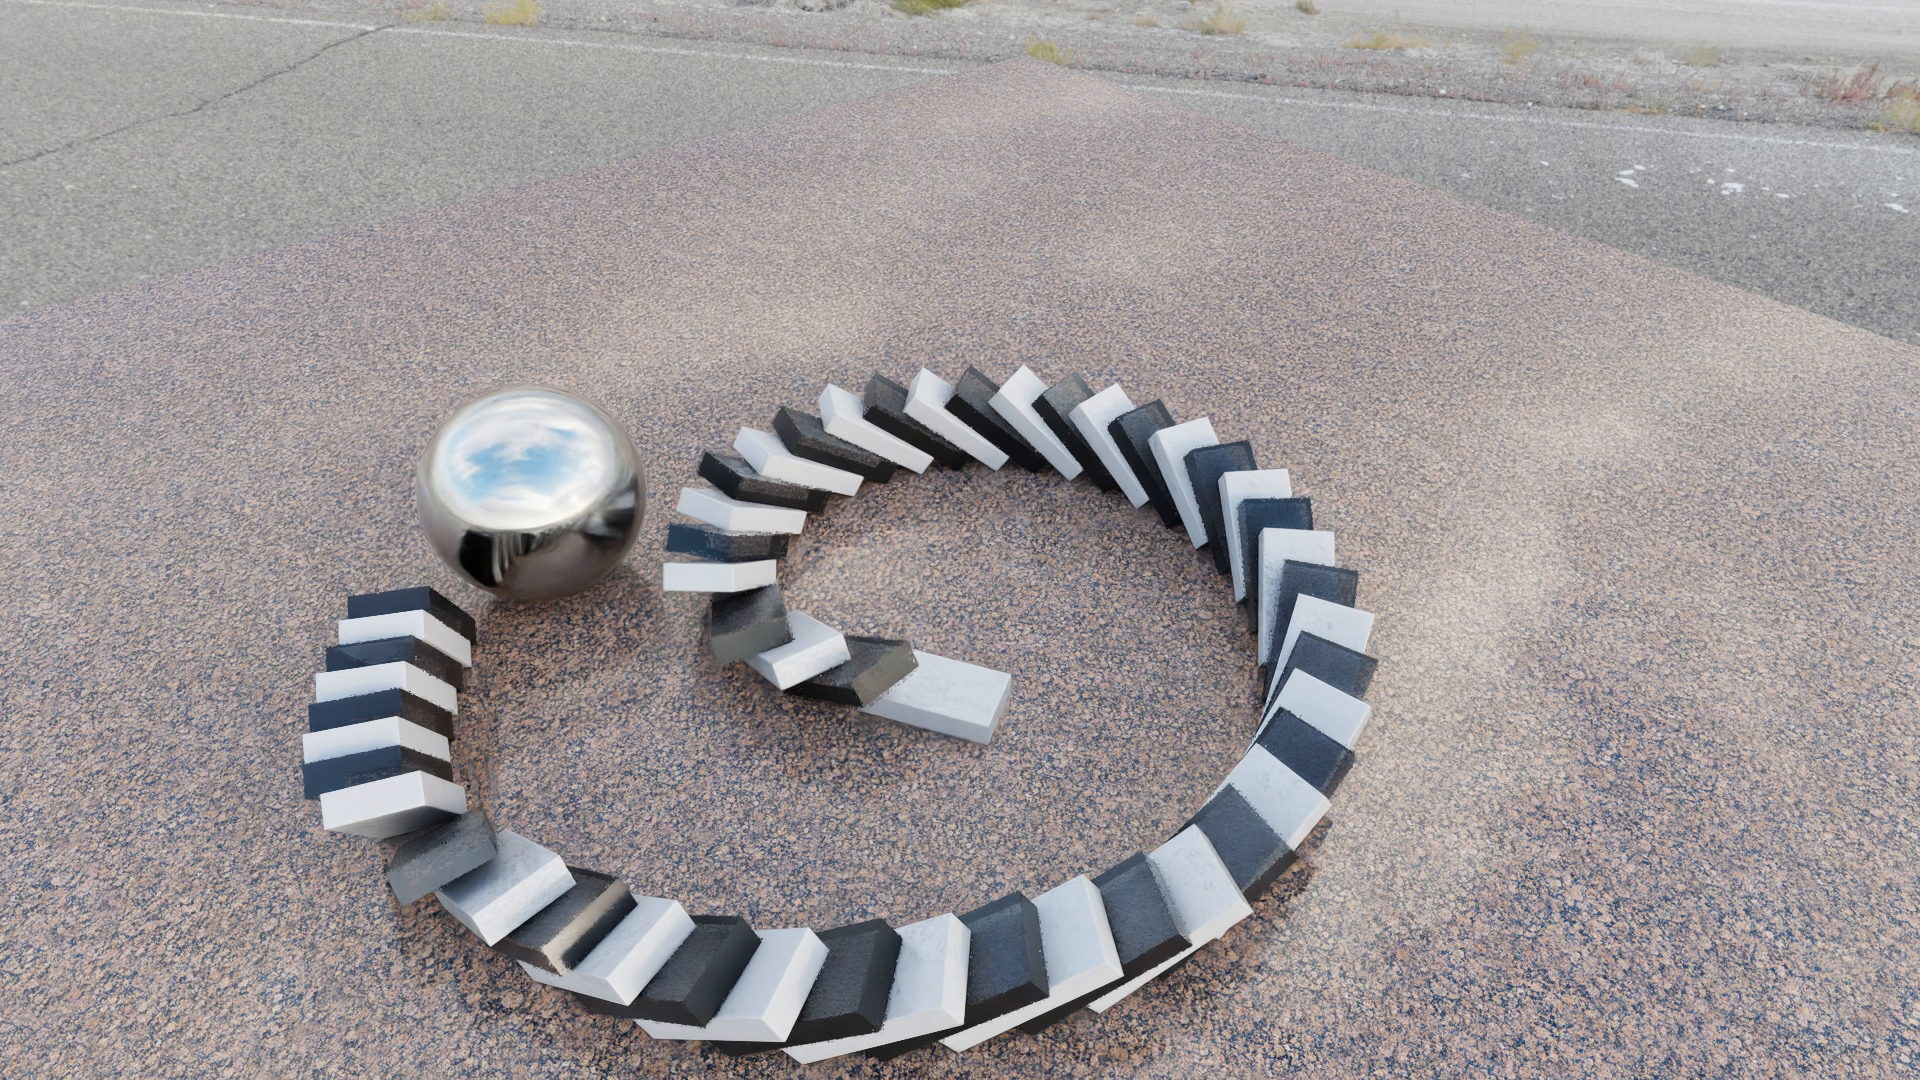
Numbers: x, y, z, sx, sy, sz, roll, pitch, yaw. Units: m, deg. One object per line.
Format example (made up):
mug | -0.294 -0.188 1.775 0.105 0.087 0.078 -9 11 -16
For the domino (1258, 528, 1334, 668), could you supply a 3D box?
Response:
domino | 0.121 0.021 0.397 0.025 0.009 0.050 4 73 4

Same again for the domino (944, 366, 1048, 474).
domino | 0.019 -0.053 0.488 0.050 0.010 0.025 36 41 -11

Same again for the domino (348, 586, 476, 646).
domino | -0.188 0.028 0.379 0.025 0.050 0.009 -8 74 -9

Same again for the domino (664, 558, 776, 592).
domino | -0.087 0.013 0.404 0.025 0.009 0.050 1 1 7

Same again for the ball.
ball | -0.158 -0.017 0.409 0.080 0.080 0.080 0 39 0

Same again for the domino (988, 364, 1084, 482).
domino | 0.038 -0.052 0.485 0.050 0.010 0.025 43 47 -4

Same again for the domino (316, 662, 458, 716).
domino | -0.182 0.050 0.353 0.025 0.050 0.010 -8 74 -10

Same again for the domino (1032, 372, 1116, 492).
domino | 0.057 -0.047 0.480 0.025 0.010 0.050 -36 86 -36

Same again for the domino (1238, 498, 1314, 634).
domino | 0.120 0.010 0.411 0.025 0.010 0.050 -1 73 -1

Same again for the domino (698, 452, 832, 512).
domino | -0.079 -0.023 0.451 0.025 0.010 0.050 33 15 34

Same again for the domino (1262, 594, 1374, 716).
domino | 0.119 0.046 0.367 0.025 0.009 0.050 16 76 19

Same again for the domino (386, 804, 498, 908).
domino | -0.145 0.088 0.311 0.025 0.009 0.050 -27 5 -24

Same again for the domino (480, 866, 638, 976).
domino | -0.111 0.102 0.299 0.050 0.009 0.025 -9 25 46

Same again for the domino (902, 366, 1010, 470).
domino | 0.000 -0.054 0.488 0.050 0.010 0.025 31 37 -16

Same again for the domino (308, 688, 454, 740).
domino | -0.179 0.057 0.344 0.025 0.050 0.009 -10 75 -11

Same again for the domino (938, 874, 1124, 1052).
domino | 0.016 0.111 0.288 0.050 0.009 0.025 -31 38 14

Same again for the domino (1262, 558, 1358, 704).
domino | 0.121 0.034 0.382 0.025 0.009 0.050 10 74 12

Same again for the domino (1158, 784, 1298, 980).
domino | 0.066 0.095 0.307 0.050 0.010 0.025 -43 48 2

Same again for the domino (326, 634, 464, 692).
domino | -0.184 0.043 0.362 0.025 0.050 0.010 -8 74 -9

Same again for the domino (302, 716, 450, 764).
domino | -0.176 0.065 0.335 0.025 0.050 0.009 -10 75 -12

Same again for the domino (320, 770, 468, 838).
domino | -0.163 0.077 0.319 0.025 0.050 0.010 -12 75 -14

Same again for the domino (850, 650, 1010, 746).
domino | -0.010 0.052 0.380 0.050 0.010 0.025 12 41 15

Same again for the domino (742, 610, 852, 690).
domino | -0.059 0.037 0.379 0.025 0.009 0.050 -23 15 -22

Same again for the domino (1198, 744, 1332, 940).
domino | 0.080 0.086 0.317 0.050 0.009 0.025 -49 52 -3

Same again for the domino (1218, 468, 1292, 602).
domino | 0.117 -0.002 0.425 0.025 0.009 0.050 -3 73 -4

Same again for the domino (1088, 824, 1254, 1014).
domino | 0.051 0.102 0.298 0.050 0.010 0.025 -37 43 8

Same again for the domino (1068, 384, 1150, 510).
domino | 0.072 -0.041 0.472 0.025 0.009 0.050 -31 83 -32

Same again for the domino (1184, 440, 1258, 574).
domino | 0.109 -0.013 0.439 0.025 0.010 0.050 -10 75 -12

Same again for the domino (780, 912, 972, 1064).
domino | -0.022 0.115 0.282 0.050 0.010 0.025 -25 33 24

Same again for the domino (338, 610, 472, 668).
domino | -0.186 0.036 0.371 0.025 0.050 0.009 -8 74 -9

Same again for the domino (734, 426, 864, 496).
domino | -0.067 -0.033 0.462 0.050 0.010 0.025 12 23 -46

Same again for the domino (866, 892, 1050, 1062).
domino | -0.002 0.113 0.285 0.050 0.009 0.025 -29 36 17

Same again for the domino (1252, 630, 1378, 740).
domino | 0.112 0.057 0.353 0.025 0.010 0.050 22 78 25

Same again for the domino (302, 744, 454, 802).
domino | -0.171 0.071 0.327 0.025 0.050 0.009 -11 75 -12

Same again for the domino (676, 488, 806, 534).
domino | -0.085 -0.011 0.435 0.025 0.010 0.050 20 7 23

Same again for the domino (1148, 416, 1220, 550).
domino | 0.099 -0.024 0.451 0.025 0.009 0.050 -17 76 -19

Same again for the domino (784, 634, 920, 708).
domino | -0.039 0.043 0.371 0.025 0.010 0.050 -34 20 -34

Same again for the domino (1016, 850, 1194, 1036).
domino | 0.034 0.107 0.292 0.050 0.009 0.025 -34 41 11

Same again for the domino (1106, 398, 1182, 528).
domino | 0.086 -0.033 0.462 0.025 0.010 0.050 -25 79 -27

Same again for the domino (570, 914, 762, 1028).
domino | -0.077 0.111 0.287 0.050 0.009 0.025 -14 27 38

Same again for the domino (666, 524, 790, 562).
domino | -0.087 0.001 0.420 0.025 0.010 0.050 11 4 15

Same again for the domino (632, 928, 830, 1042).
domino | -0.059 0.114 0.283 0.050 0.009 0.025 -17 28 35

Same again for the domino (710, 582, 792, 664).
domino | -0.074 0.029 0.388 0.025 0.009 0.050 -17 14 -8

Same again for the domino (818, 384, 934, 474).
domino | -0.037 -0.048 0.481 0.050 0.010 0.025 23 30 -29

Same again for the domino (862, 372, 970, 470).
domino | -0.019 -0.052 0.486 0.050 0.010 0.025 27 33 -22

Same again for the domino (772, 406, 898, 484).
domino | -0.053 -0.041 0.472 0.050 0.010 0.025 15 26 -40

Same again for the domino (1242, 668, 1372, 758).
domino | 0.103 0.068 0.340 0.025 0.009 0.050 28 80 30

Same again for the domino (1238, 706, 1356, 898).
domino | 0.093 0.078 0.328 0.025 0.009 0.050 34 83 34

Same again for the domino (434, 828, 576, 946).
domino | -0.128 0.095 0.306 0.025 0.010 0.050 -34 17 -34

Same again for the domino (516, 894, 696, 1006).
domino | -0.095 0.107 0.293 0.050 0.010 0.025 -12 26 43

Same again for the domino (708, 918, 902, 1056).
domino | -0.040 0.115 0.282 0.050 0.009 0.025 -22 31 27
